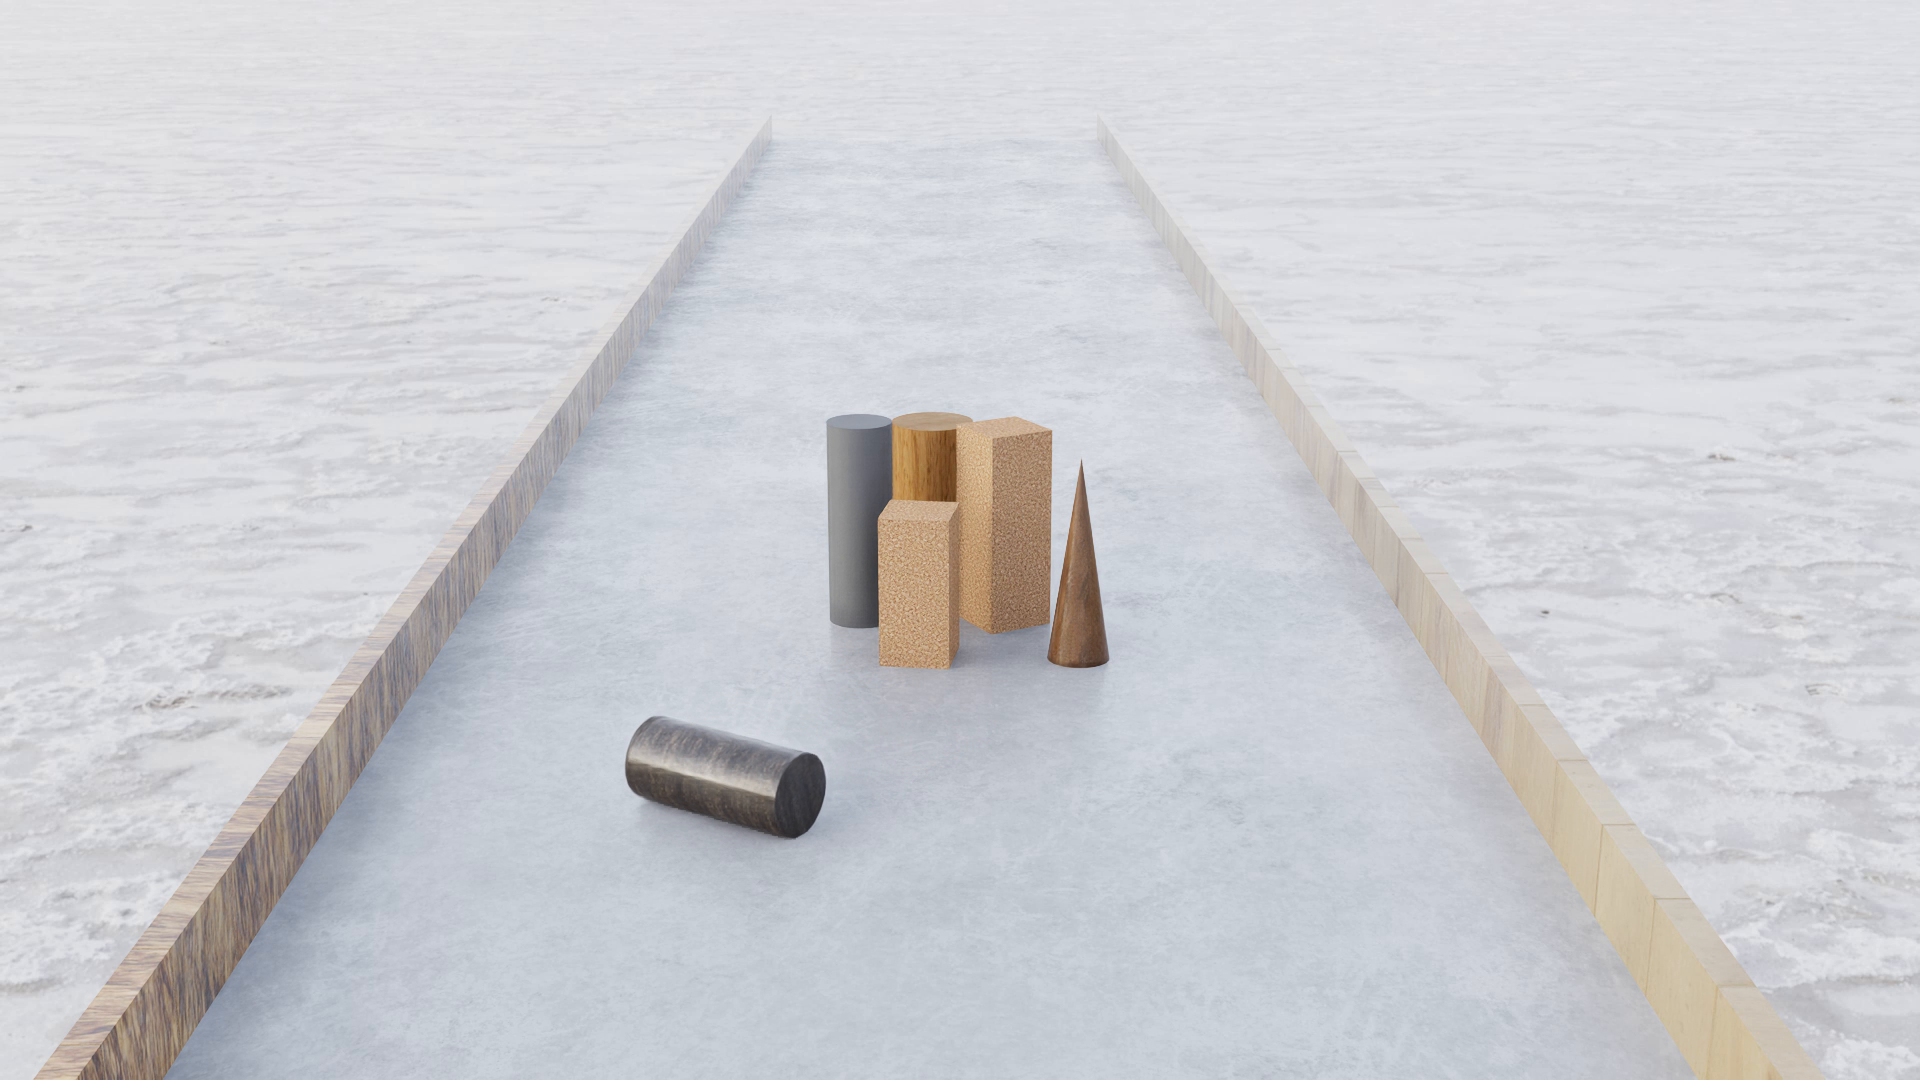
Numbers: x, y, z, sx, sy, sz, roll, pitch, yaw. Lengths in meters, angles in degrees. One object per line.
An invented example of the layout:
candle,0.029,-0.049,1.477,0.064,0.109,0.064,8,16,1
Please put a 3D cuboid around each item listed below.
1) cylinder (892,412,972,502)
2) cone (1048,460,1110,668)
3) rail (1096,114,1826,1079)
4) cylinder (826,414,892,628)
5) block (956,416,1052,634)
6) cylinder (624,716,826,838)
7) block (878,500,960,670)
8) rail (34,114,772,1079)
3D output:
cylinder,-0.060,-0.084,4.867,0.178,0.367,0.178,0,17,0
cone,0.238,0.037,4.371,0.126,0.417,0.126,0,17,0
rail,0.932,-0.844,7.801,0.050,0.150,12.000,0,17,-1
cylinder,-0.209,-0.040,4.607,0.136,0.429,0.136,0,17,0
block,0.092,-0.033,4.601,0.144,0.419,0.144,-9,19,-29
cylinder,-0.391,0.392,3.662,0.314,0.141,0.141,10,19,31
block,-0.081,0.088,4.396,0.140,0.305,0.140,2,17,8
rail,-1.118,-0.838,7.780,0.050,0.150,12.000,0,17,-1
